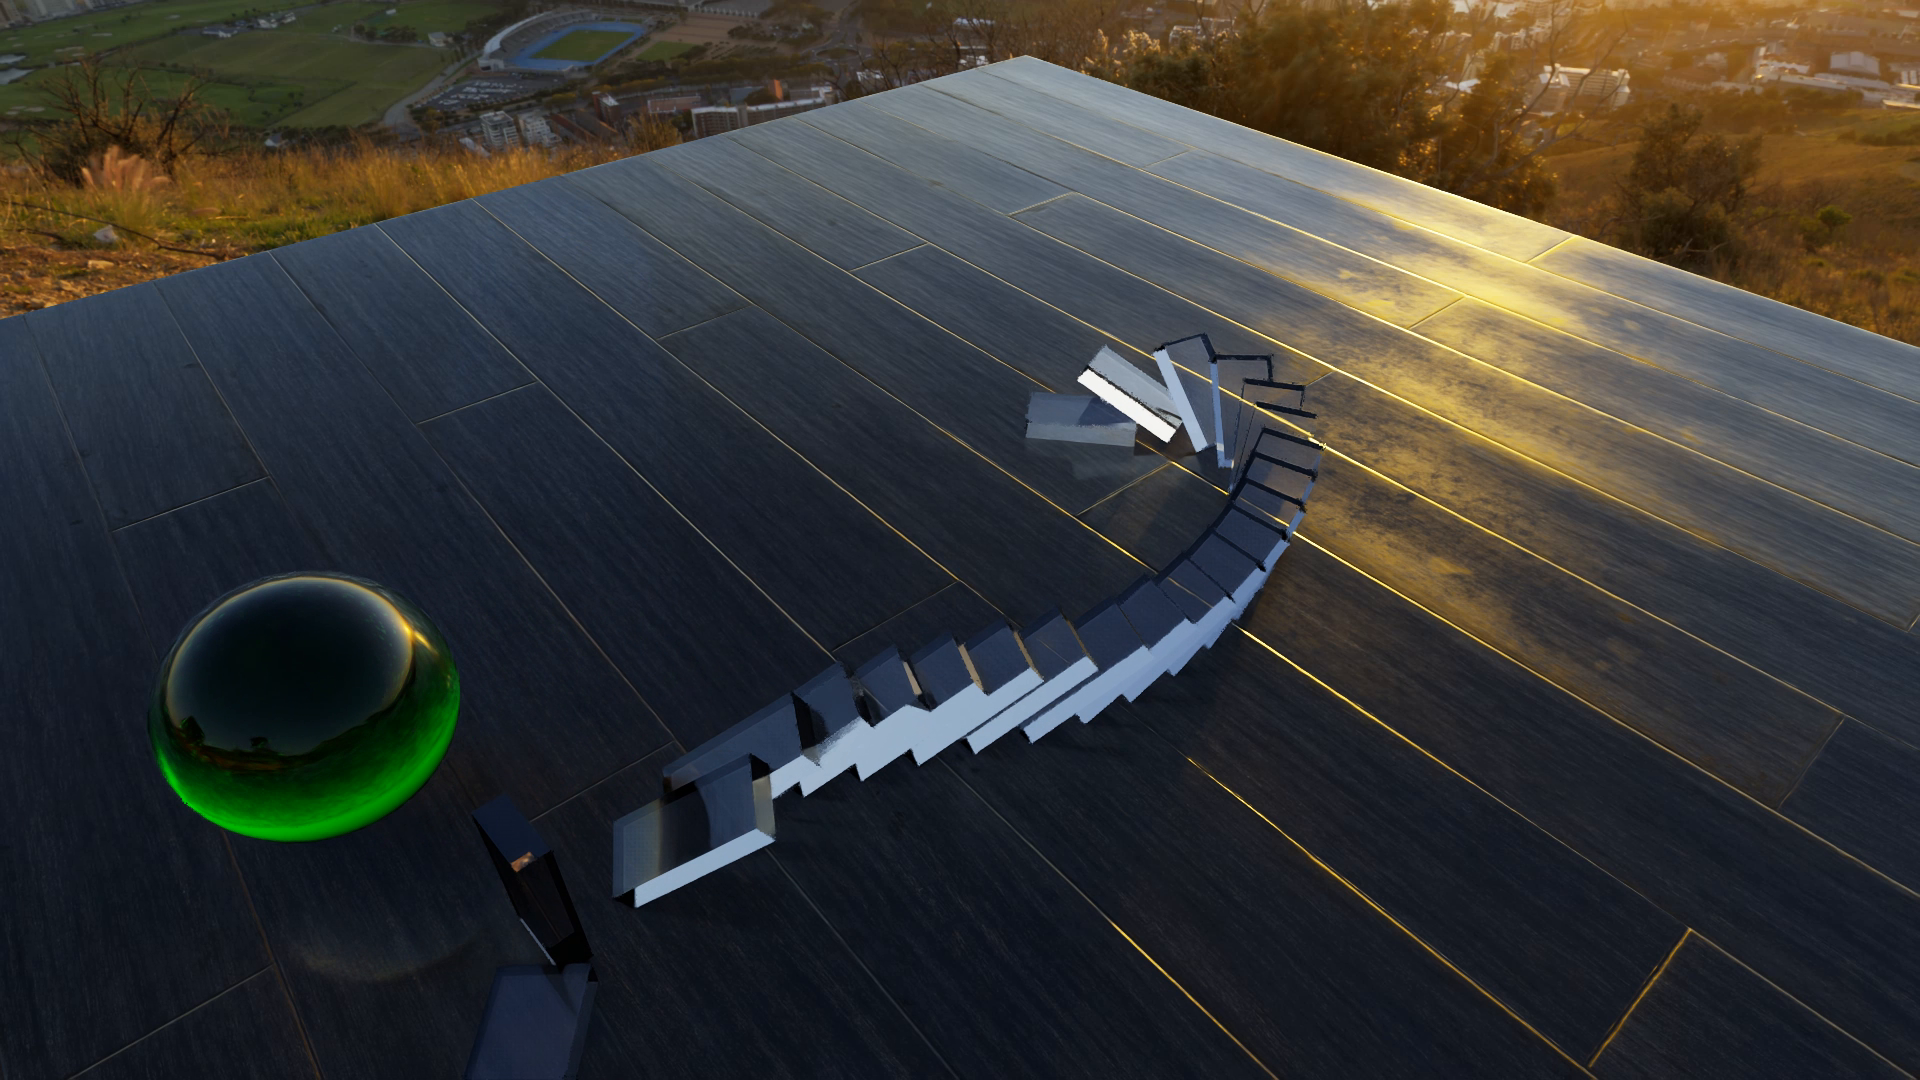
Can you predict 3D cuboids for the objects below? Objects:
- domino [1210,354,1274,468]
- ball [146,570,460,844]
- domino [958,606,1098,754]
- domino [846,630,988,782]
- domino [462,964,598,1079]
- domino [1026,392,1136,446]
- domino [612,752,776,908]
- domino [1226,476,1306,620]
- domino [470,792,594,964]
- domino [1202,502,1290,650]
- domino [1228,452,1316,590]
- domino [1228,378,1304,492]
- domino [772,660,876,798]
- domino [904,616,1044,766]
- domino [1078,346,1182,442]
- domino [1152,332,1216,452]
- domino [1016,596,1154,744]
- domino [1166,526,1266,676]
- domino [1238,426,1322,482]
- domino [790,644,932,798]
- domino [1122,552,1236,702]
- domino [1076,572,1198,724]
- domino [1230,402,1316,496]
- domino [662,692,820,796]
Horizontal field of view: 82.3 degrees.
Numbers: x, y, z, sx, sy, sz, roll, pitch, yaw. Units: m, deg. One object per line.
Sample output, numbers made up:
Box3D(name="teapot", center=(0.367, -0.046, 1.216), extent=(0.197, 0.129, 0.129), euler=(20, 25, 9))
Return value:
Box3D(name="domino", center=(0.127, -0.058, 0.492), extent=(0.025, 0.010, 0.050), euler=(0, 75, -4))
Box3D(name="ball", center=(-0.193, 0.049, 0.328), extent=(0.080, 0.080, 0.080), euler=(0, 39, 0))
Box3D(name="domino", center=(0.019, 0.047, 0.367), extent=(0.050, 0.009, 0.025), euler=(-35, 42, 7))
Box3D(name="domino", center=(-0.018, 0.054, 0.359), extent=(0.050, 0.009, 0.025), euler=(-35, 42, 6))
Box3D(name="domino", center=(-0.111, 0.134, 0.280), extent=(0.025, 0.010, 0.050), euler=(-1, 39, -2))
Box3D(name="domino", center=(0.057, -0.057, 0.513), extent=(0.050, 0.010, 0.025), euler=(6, 40, 7))
Box3D(name="domino", center=(-0.078, 0.084, 0.320), extent=(0.050, 0.010, 0.025), euler=(-28, 46, 13))
Box3D(name="domino", center=(0.108, 0.003, 0.420), extent=(0.025, 0.009, 0.050), euler=(29, 79, 31))
Box3D(name="domino", center=(-0.115, 0.094, 0.297), extent=(0.010, 0.050, 0.025), euler=(-32, 49, -33))
Box3D(name="domino", center=(0.096, 0.013, 0.408), extent=(0.025, 0.010, 0.050), euler=(34, 82, 35))
Box3D(name="domino", center=(0.117, -0.008, 0.433), extent=(0.025, 0.009, 0.050), euler=(24, 77, 26))
Box3D(name="domino", center=(0.132, -0.044, 0.476), extent=(0.025, 0.010, 0.050), euler=(9, 74, 9))
Box3D(name="domino", center=(-0.053, 0.062, 0.348), extent=(0.050, 0.009, 0.025), euler=(-34, 42, 6))
Box3D(name="domino", center=(0.000, 0.050, 0.363), extent=(0.050, 0.009, 0.025), euler=(-35, 42, 7))
Box3D(name="domino", center=(0.081, -0.068, 0.509), extent=(0.050, 0.010, 0.025), euler=(36, 40, 5))
Box3D(name="domino", center=(0.110, -0.068, 0.502), extent=(0.025, 0.010, 0.050), euler=(-19, 83, -24))
Box3D(name="domino", center=(0.037, 0.043, 0.370), extent=(0.050, 0.010, 0.025), euler=(-36, 44, 7))
Box3D(name="domino", center=(0.084, 0.022, 0.397), extent=(0.050, 0.010, 0.025), euler=(-47, 52, -4))
Box3D(name="domino", center=(0.126, -0.019, 0.446), extent=(0.025, 0.010, 0.050), euler=(21, 77, 24))
Box3D(name="domino", center=(-0.036, 0.058, 0.354), extent=(0.050, 0.009, 0.025), euler=(-35, 42, 6))
Box3D(name="domino", center=(0.069, 0.030, 0.387), extent=(0.050, 0.010, 0.025), euler=(-43, 49, 0))
Box3D(name="domino", center=(0.054, 0.037, 0.378), extent=(0.050, 0.010, 0.025), euler=(-41, 47, 2))
Box3D(name="domino", center=(0.131, -0.032, 0.461), extent=(0.025, 0.010, 0.050), euler=(15, 75, 16))
Box3D(name="domino", center=(-0.068, 0.070, 0.338), extent=(0.050, 0.010, 0.025), euler=(-31, 43, 10))
